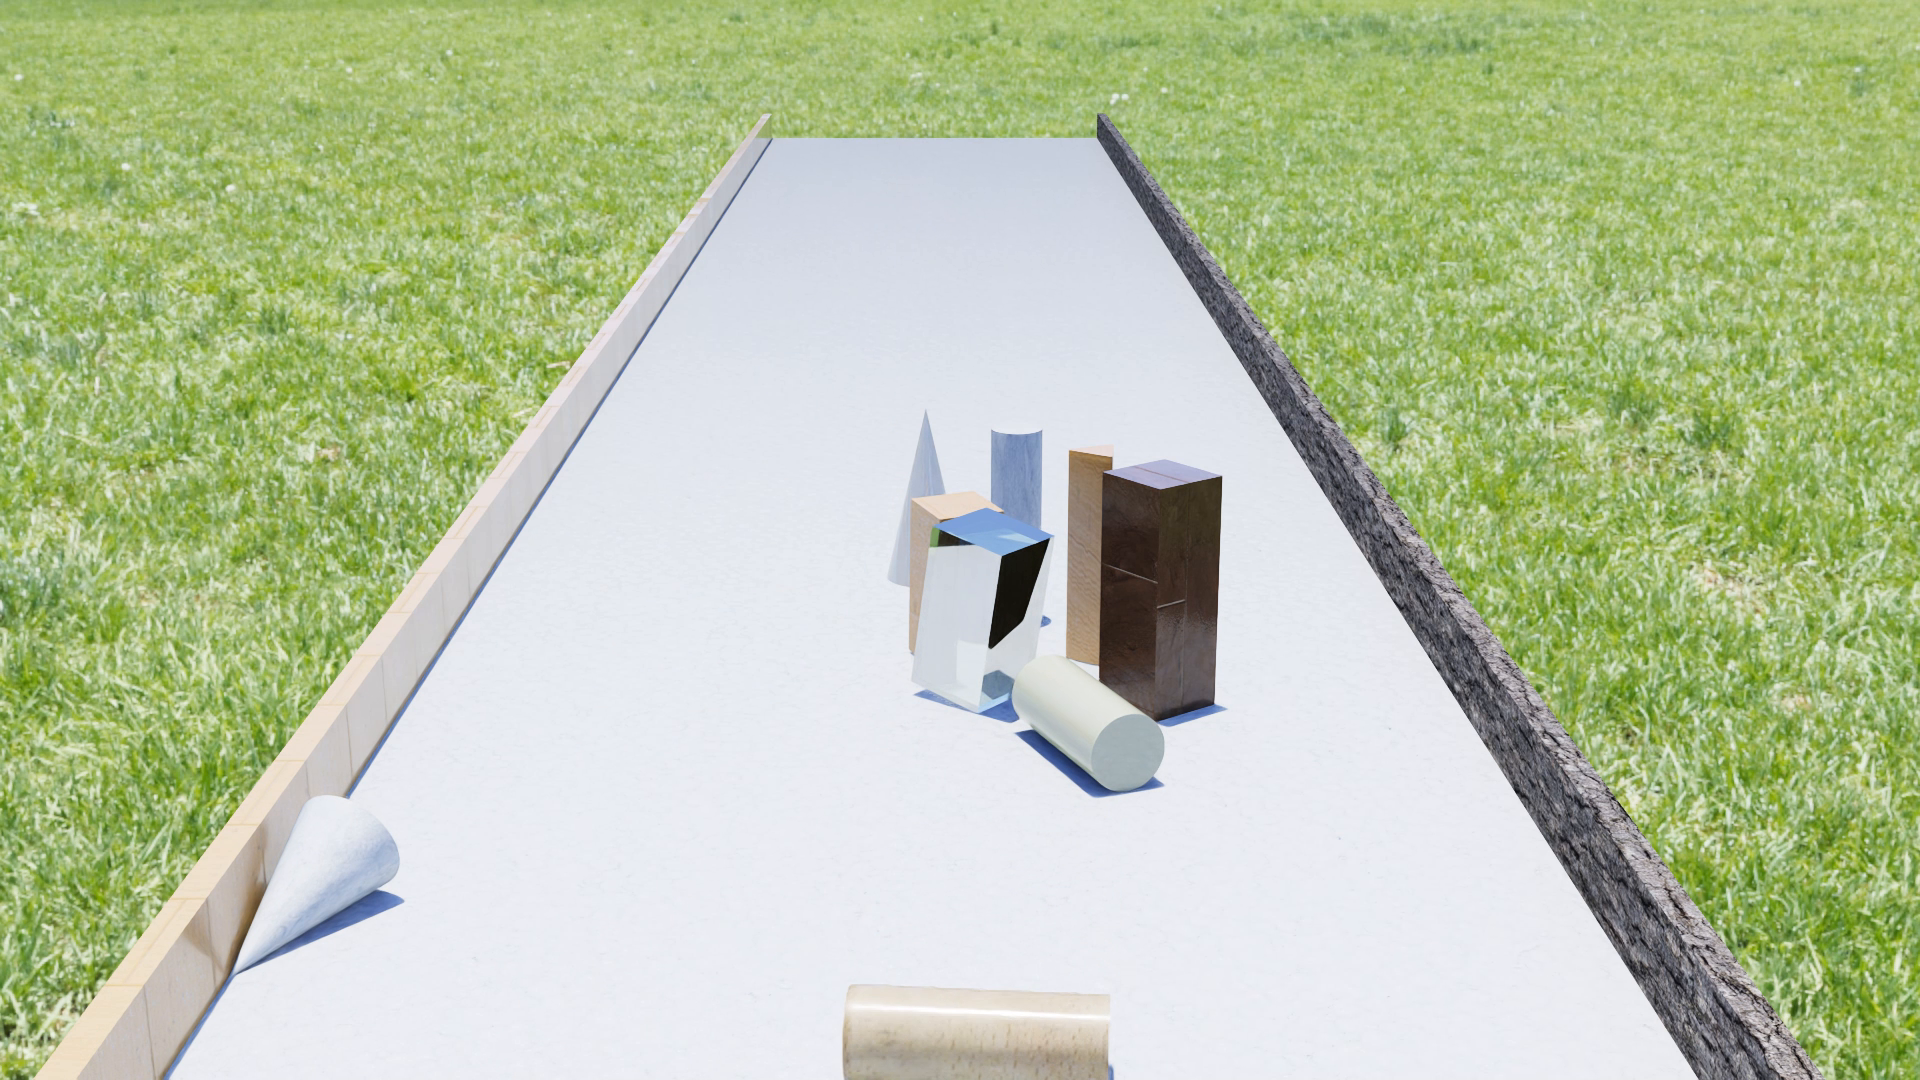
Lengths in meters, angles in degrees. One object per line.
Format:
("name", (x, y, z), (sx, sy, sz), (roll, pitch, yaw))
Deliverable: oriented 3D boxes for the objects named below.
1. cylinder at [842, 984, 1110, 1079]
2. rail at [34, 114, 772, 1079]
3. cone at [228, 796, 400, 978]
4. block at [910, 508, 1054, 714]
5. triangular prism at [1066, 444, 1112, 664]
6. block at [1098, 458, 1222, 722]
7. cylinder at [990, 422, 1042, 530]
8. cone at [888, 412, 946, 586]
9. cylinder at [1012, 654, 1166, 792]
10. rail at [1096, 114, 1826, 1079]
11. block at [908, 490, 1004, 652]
("cylinder", (0.024, 0.644, 2.842), (0.338, 0.126, 0.126), (1, 17, 5))
("rail", (-1.118, -0.838, 7.780), (0.050, 0.150, 12.000), (0, 17, -1))
("cone", (-0.989, 0.543, 3.250), (0.177, 0.177, 0.311), (6, 34, 20))
("block", (0.042, 0.132, 4.174), (0.165, 0.325, 0.165), (23, 27, 33))
("triangular prism", (0.277, 0.028, 4.376), (0.098, 0.432, 0.085), (11, 20, 33))
("block", (0.374, 0.093, 4.126), (0.156, 0.449, 0.156), (-12, 21, -36))
("cylinder", (0.118, -0.034, 4.615), (0.107, 0.414, 0.107), (0, 17, 0))
("cone", (-0.075, -0.105, 4.898), (0.179, 0.389, 0.179), (0, 17, 0))
("cylinder", (0.224, 0.321, 3.901), (0.142, 0.142, 0.328), (-7, 18, -22))
("rail", (0.932, -0.844, 7.801), (0.050, 0.150, 12.000), (0, 17, -1))
("block", (-0.009, 0.083, 4.374), (0.138, 0.321, 0.138), (-8, 21, -24))
